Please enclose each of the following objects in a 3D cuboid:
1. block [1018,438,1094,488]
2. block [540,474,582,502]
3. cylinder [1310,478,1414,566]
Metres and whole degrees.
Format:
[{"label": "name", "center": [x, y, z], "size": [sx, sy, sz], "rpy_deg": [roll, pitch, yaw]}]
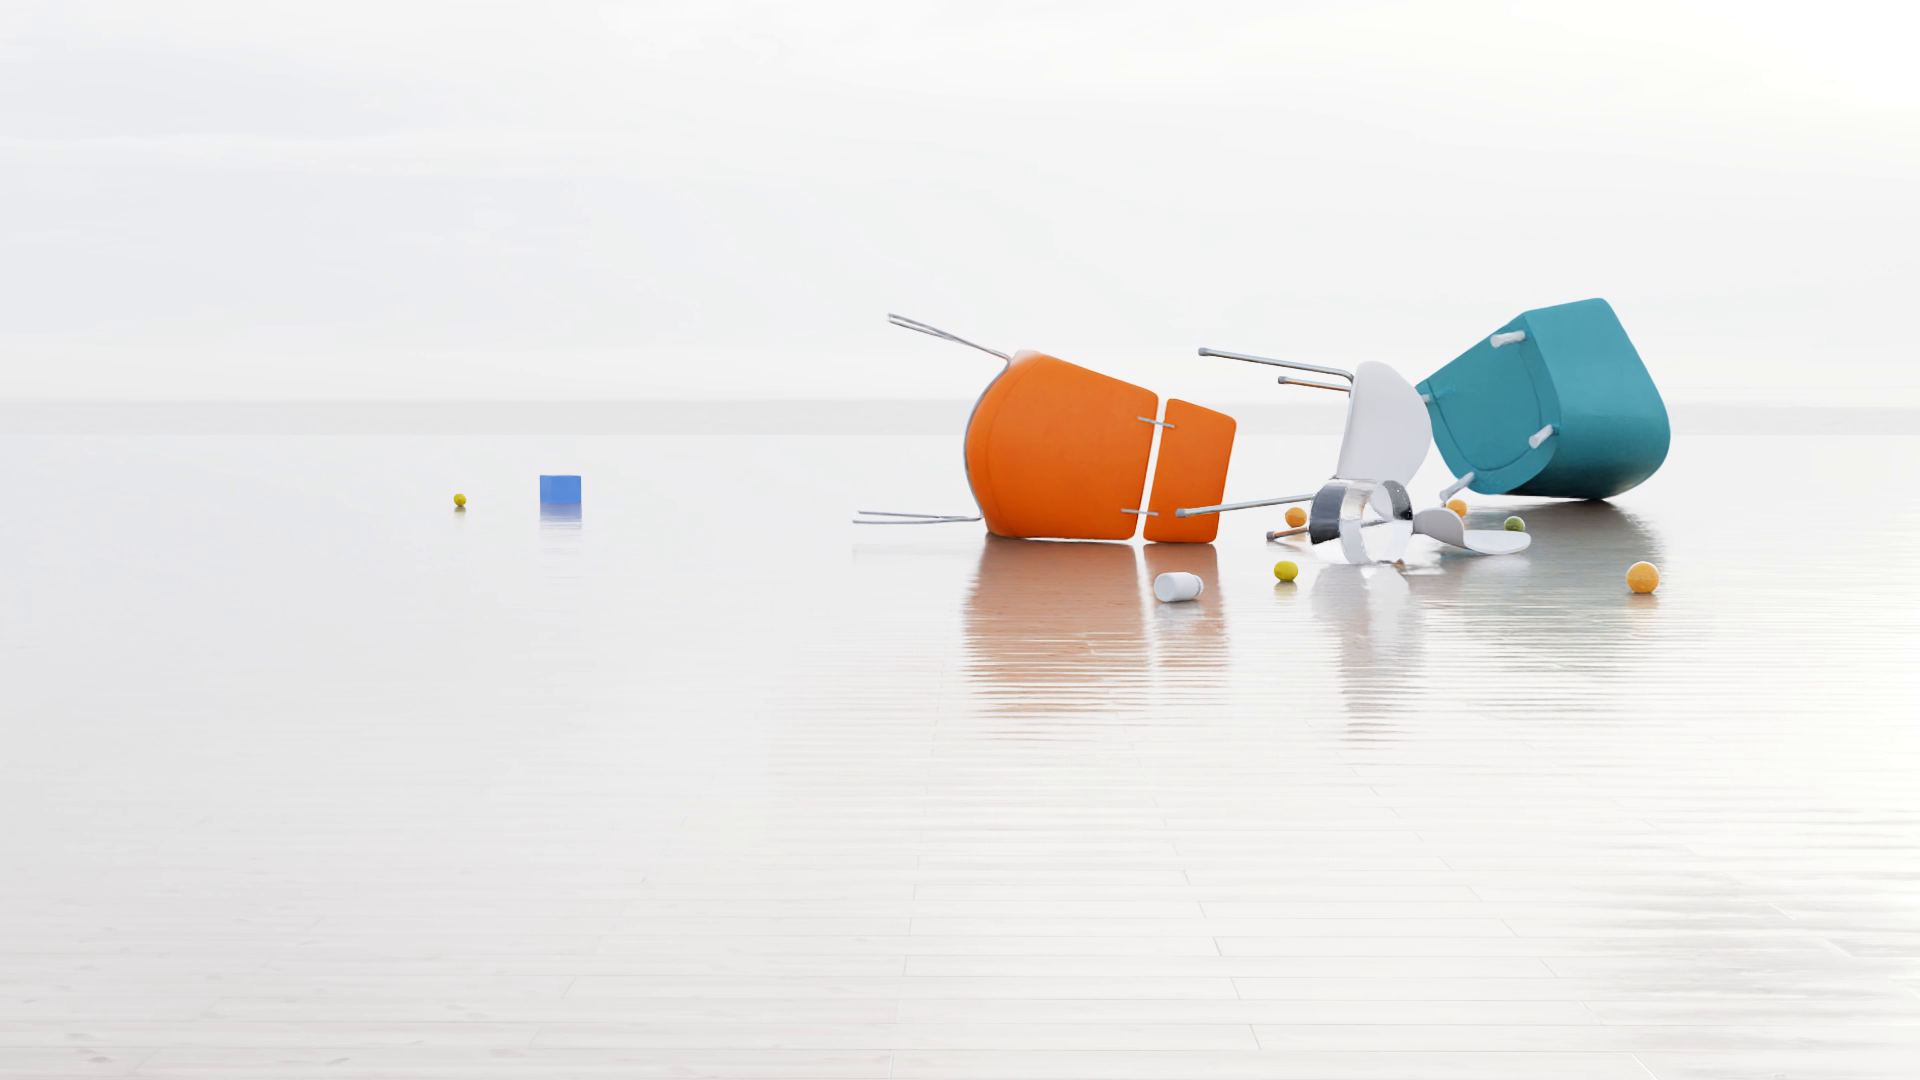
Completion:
[{"label": "block", "center": [0.445, -0.363, 10.228], "size": [0.284, 0.220, 0.238], "rpy_deg": [-2, 4, -23]}, {"label": "block", "center": [-1.594, -0.206, 8.774], "size": [0.123, 0.105, 0.157], "rpy_deg": [-2, 4, -28]}, {"label": "cylinder", "center": [1.023, -0.045, 5.604], "size": [0.151, 0.219, 0.260], "rpy_deg": [3, 13, 41]}]
